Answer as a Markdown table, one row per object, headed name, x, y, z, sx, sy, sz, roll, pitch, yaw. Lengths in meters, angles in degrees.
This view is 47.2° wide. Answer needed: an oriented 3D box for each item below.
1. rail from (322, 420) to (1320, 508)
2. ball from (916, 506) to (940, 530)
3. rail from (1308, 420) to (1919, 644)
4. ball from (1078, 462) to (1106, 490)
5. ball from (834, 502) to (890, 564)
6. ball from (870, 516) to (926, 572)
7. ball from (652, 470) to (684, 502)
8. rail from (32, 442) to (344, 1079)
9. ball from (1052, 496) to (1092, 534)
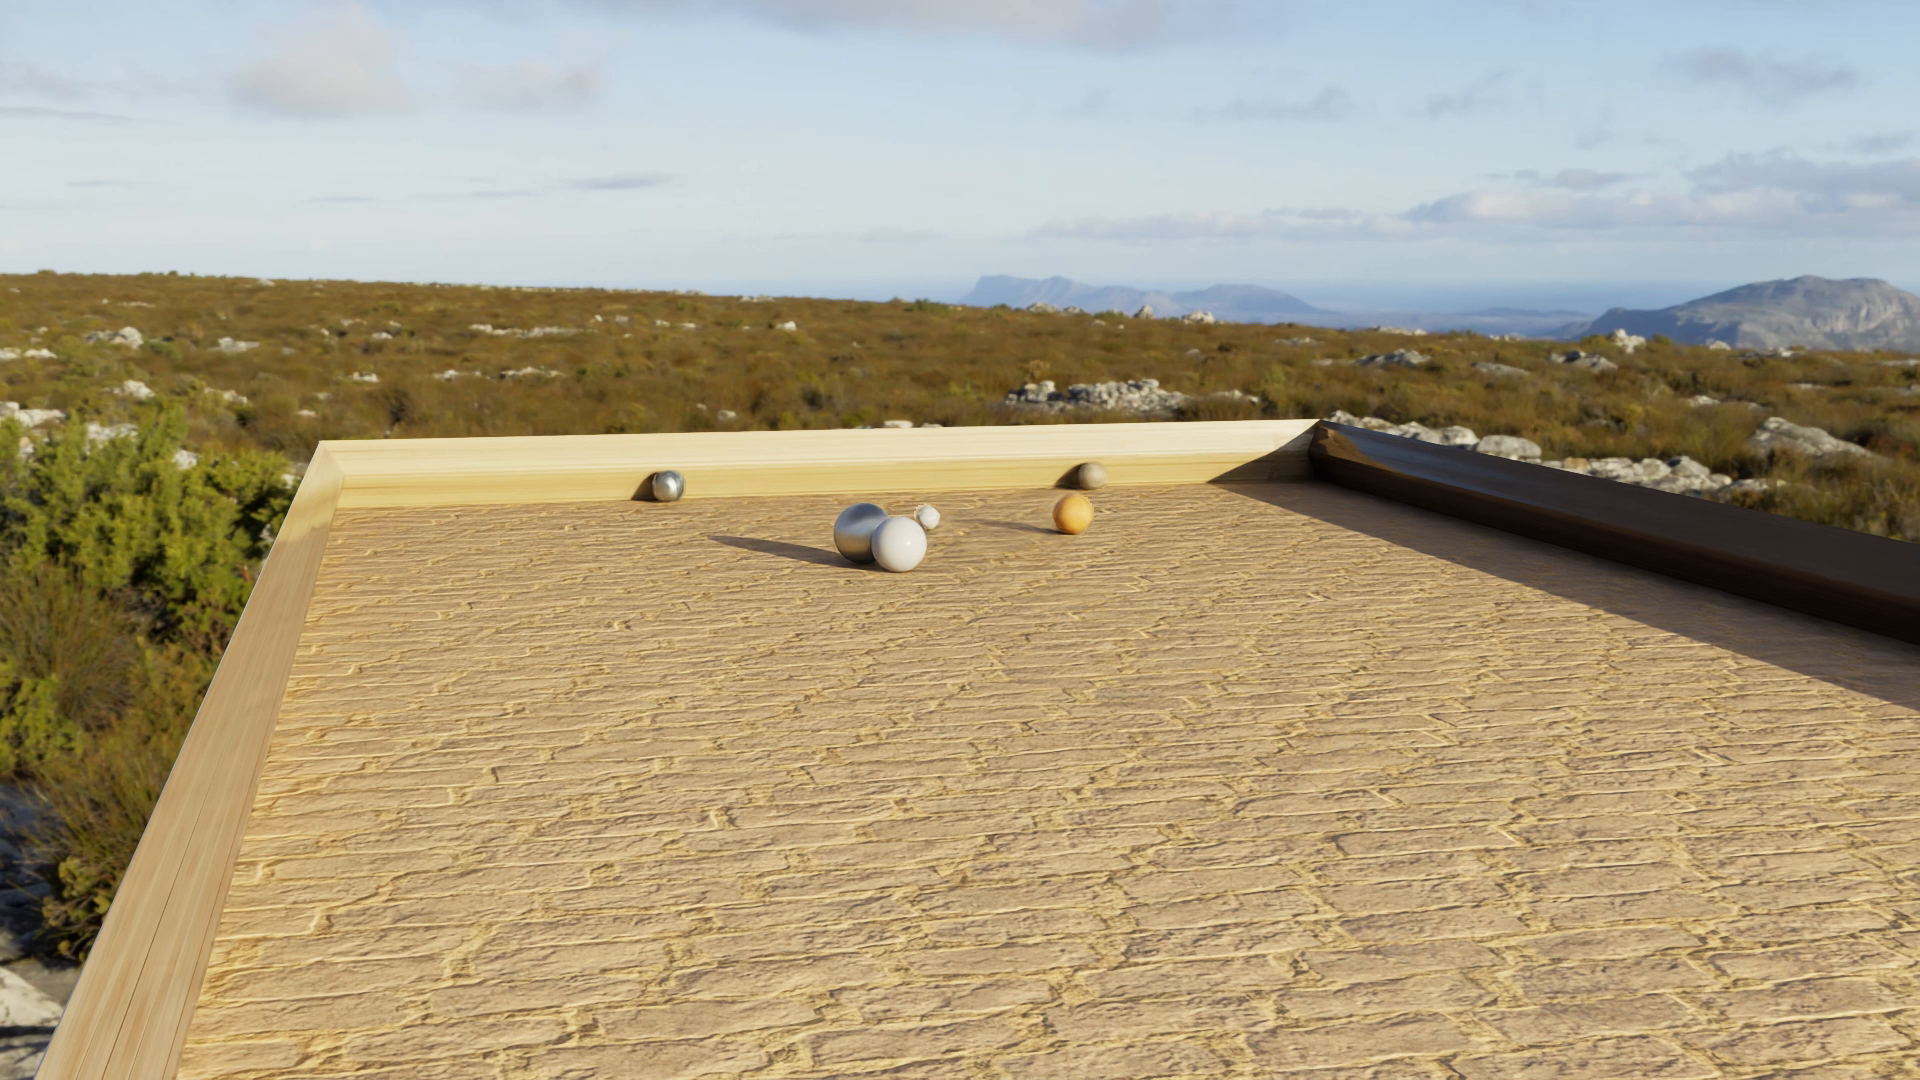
| name | x | y | z | sx | sy | sz | roll | pitch | yaw |
| --- | --- | --- | --- | --- | --- | --- | --- | --- | --- |
| rail | -0.221 | -0.155 | 4.390 | 2.033 | 0.127 | 0.045 | -2 | 8 | -14 |
| ball | -0.057 | -0.039 | 3.878 | 0.043 | 0.043 | 0.043 | 0 | 8 | 0 |
| rail | 1.190 | 0.066 | 2.822 | 0.045 | 0.127 | 3.796 | -2 | 8 | -14 |
| ball | 0.267 | -0.129 | 4.467 | 0.056 | 0.056 | 0.056 | 0 | 8 | 0 |
| ball | -0.152 | -0.011 | 3.478 | 0.098 | 0.098 | 0.098 | 0 | 8 | 0 |
| ball | -0.094 | 0.007 | 3.395 | 0.087 | 0.087 | 0.087 | 0 | 8 | 0 |
| ball | -0.567 | -0.105 | 4.267 | 0.065 | 0.065 | 0.065 | 0 | 8 | 0 |
| rail | -0.738 | 0.132 | 2.353 | 0.045 | 0.127 | 3.796 | -2 | 8 | -14 |
| ball | 0.195 | -0.044 | 3.821 | 0.068 | 0.068 | 0.068 | 0 | 8 | 0 |
